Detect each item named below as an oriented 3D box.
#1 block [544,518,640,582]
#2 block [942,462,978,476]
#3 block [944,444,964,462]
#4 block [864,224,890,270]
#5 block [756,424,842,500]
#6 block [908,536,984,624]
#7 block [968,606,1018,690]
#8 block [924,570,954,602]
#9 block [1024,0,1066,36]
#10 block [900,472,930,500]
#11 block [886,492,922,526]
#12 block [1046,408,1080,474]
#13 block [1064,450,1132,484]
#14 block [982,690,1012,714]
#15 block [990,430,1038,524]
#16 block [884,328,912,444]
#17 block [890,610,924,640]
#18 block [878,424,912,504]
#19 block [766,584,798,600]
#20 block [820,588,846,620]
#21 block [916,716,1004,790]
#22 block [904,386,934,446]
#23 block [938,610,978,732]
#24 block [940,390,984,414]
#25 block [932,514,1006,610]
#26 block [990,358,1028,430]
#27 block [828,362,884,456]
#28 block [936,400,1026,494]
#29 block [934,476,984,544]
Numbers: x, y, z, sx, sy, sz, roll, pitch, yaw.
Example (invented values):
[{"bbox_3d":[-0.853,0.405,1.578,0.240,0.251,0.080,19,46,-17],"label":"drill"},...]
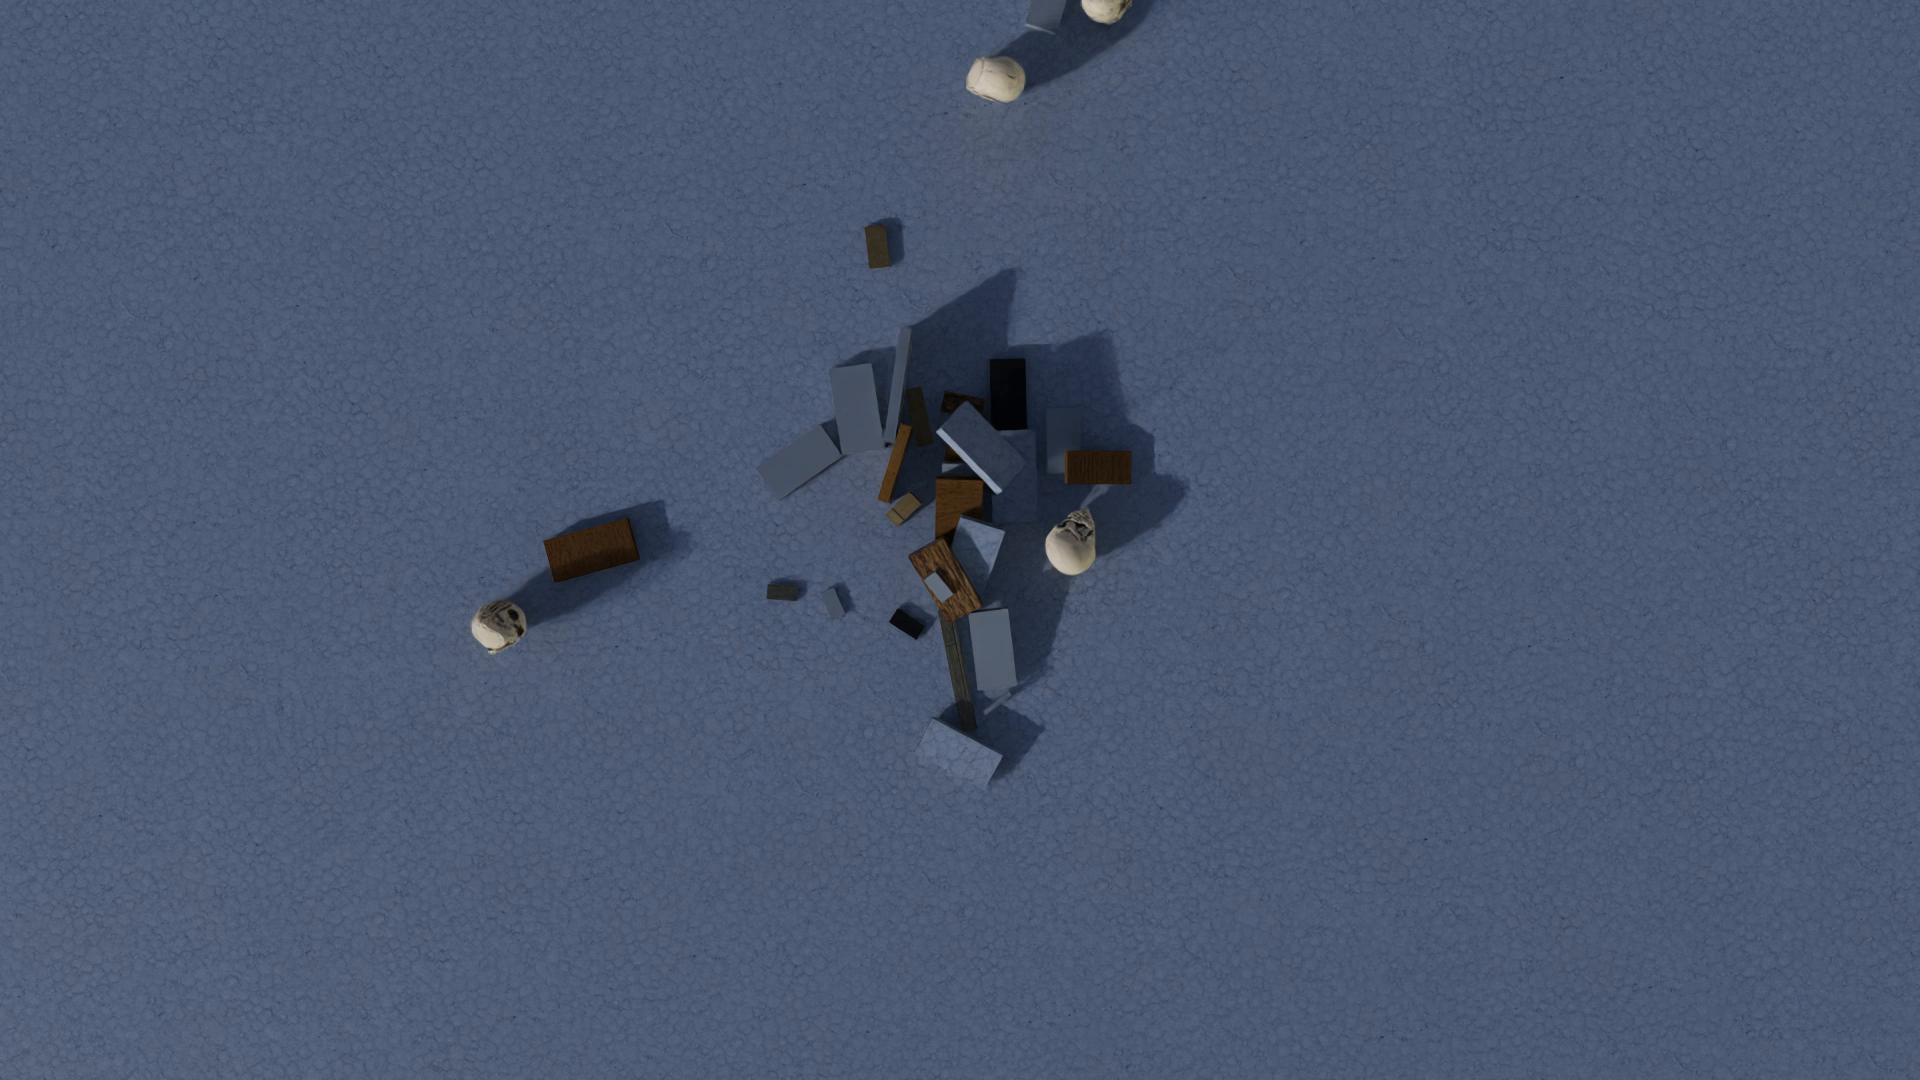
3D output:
[{"bbox_3d":[-1.223,0.034,5.480,0.286,0.041,0.143,-15,90,0],"label":"block"},{"bbox_3d":[-0.001,-0.141,5.450,0.118,0.033,0.236,1,107,0],"label":"block"},{"bbox_3d":[0.012,-0.283,5.458,0.118,0.033,0.236,10,99,-3],"label":"block"},{"bbox_3d":[-0.275,-0.975,5.490,0.069,0.020,0.138,-7,90,0],"label":"block"},{"bbox_3d":[-0.533,-0.257,5.482,0.259,0.037,0.130,-35,90,0],"label":"block"},{"bbox_3d":[-0.046,0.131,5.405,0.131,0.037,0.263,-28,104,9],"label":"block"},{"bbox_3d":[0.108,0.359,5.458,0.131,0.037,0.263,-7,100,0],"label":"block"},{"bbox_3d":[-0.070,0.153,5.385,0.049,0.014,0.097,-36,103,11],"label":"block"},{"bbox_3d":[0.301,-1.802,5.485,0.109,0.031,0.219,17,90,0],"label":"block"},{"bbox_3d":[-0.151,-0.166,5.492,0.057,0.016,0.114,26,90,0],"label":"block"},{"bbox_3d":[-0.187,-0.103,5.479,0.114,0.016,0.057,-44,94,11],"label":"block"},{"bbox_3d":[0.345,-0.329,5.485,0.109,0.031,0.219,-1,90,0],"label":"block"},{"bbox_3d":[0.458,-0.240,5.464,0.219,0.031,0.109,0,90,-11],"label":"block"},{"bbox_3d":[0.123,0.539,5.473,0.109,0.054,0.015,-38,90,0],"label":"block"},{"bbox_3d":[0.177,-0.211,5.478,0.153,0.043,0.305,-2,90,0],"label":"block"},{"bbox_3d":[-0.204,-0.505,5.435,0.037,0.130,0.371,8,90,-1],"label":"block"},{"bbox_3d":[-0.177,0.280,5.492,0.109,0.015,0.054,33,90,0],"label":"block"},{"bbox_3d":[-0.214,-0.251,5.435,0.037,0.130,0.259,17,90,-1],"label":"block"},{"bbox_3d":[-0.593,0.175,5.493,0.097,0.014,0.049,4,90,0],"label":"block"},{"bbox_3d":[-0.423,0.212,5.493,0.049,0.014,0.097,-24,90,0],"label":"block"},{"bbox_3d":[-0.003,0.707,5.474,0.263,0.037,0.131,28,97,0],"label":"block"},{"bbox_3d":[-0.136,-0.411,5.492,0.057,0.016,0.193,-12,90,0],"label":"block"},{"bbox_3d":[-0.008,0.432,5.492,0.054,0.015,0.409,-11,90,0],"label":"block"},{"bbox_3d":[0.009,-0.448,5.490,0.138,0.020,0.069,12,90,0],"label":"block"},{"bbox_3d":[0.029,0.082,5.431,0.153,0.043,0.305,17,106,-4],"label":"block"},{"bbox_3d":[0.161,-0.482,5.483,0.118,0.033,0.236,-2,90,0],"label":"block"},{"bbox_3d":[-0.342,-0.434,5.480,0.143,0.041,0.286,-9,90,0],"label":"block"},{"bbox_3d":[0.072,-0.303,5.382,0.286,0.041,0.143,45,62,-9],"label":"block"},{"bbox_3d":[-0.005,-0.056,5.435,0.153,0.043,0.305,1,107,0],"label":"block"}]
